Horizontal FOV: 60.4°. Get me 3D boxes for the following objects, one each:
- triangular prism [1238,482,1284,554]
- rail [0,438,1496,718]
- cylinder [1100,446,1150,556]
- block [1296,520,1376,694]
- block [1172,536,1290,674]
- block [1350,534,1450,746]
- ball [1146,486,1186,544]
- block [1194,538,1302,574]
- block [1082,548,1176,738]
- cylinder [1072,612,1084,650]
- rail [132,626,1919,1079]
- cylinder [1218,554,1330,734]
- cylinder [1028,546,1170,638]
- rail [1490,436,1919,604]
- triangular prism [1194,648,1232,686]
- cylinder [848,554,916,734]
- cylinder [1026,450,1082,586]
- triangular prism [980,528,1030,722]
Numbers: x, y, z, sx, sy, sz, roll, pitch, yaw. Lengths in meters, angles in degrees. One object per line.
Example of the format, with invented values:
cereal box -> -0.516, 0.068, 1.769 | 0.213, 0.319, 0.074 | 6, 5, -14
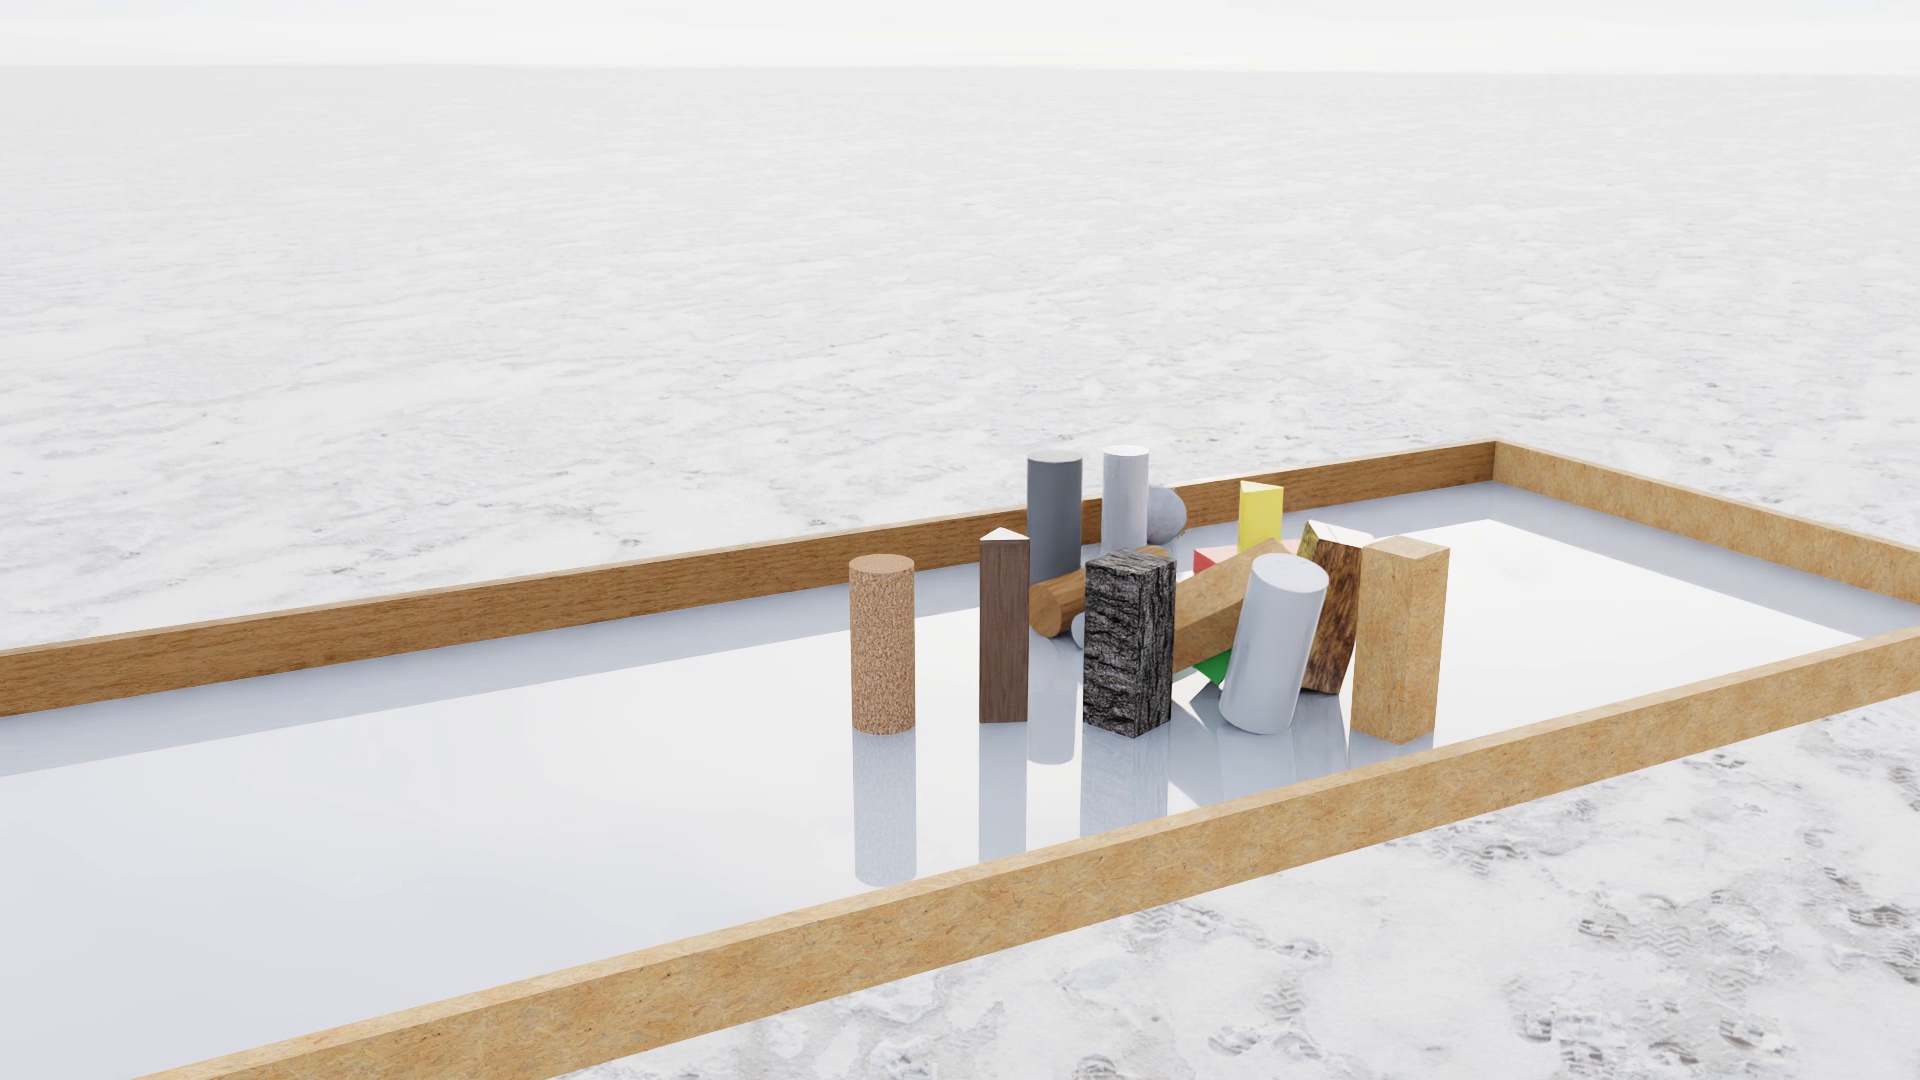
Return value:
triangular prism -> 0.758, 0.071, 4.330 | 0.119, 0.442, 0.103 | -7, 18, -23
rail -> -3.305, 0.497, 3.399 | 12.000, 0.150, 0.050 | -9, 18, -27
cylinder -> 0.480, -0.059, 4.819 | 0.133, 0.416, 0.133 | 0, 16, 0
block -> 0.898, 0.165, 4.079 | 0.164, 0.375, 0.164 | 13, 16, -2
block -> 0.615, 0.175, 4.024 | 0.457, 0.141, 0.141 | -29, 41, 30
block -> 1.009, 0.228, 3.790 | 0.138, 0.444, 0.138 | -14, 21, -39
ball -> 0.630, -0.079, 5.288 | 0.190, 0.190, 0.190 | 0, 16, 0
block -> 0.881, 0.106, 4.714 | 0.397, 0.158, 0.158 | -5, 17, -18
block -> 0.394, 0.238, 3.841 | 0.149, 0.396, 0.149 | 14, 22, 40
cylinder -> 0.439, 0.211, 4.454 | 0.103, 0.103, 0.308 | 15, 22, 41
rail -> -2.336, 1.006, 1.665 | 12.000, 0.150, 0.050 | -9, 18, -27
cylinder -> 0.720, 0.240, 3.803 | 0.174, 0.384, 0.174 | 6, 29, -3
cylinder -> 0.391, 0.139, 4.579 | 0.452, 0.148, 0.148 | -17, 23, -38
rail -> 2.466, -0.048, 5.253 | 0.050, 0.150, 2.100 | -9, 18, -27
triangular prism -> 0.718, 0.206, 4.114 | 0.091, 0.335, 0.078 | 38, 6, 25
cylinder -> -0.180, 0.242, 3.836 | 0.150, 0.392, 0.150 | 0, 16, 0
cylinder -> 0.263, -0.019, 4.625 | 0.153, 0.446, 0.153 | 0, 16, 0
triangular prism -> 0.099, 0.200, 3.875 | 0.113, 0.450, 0.098 | -1, 16, -5
